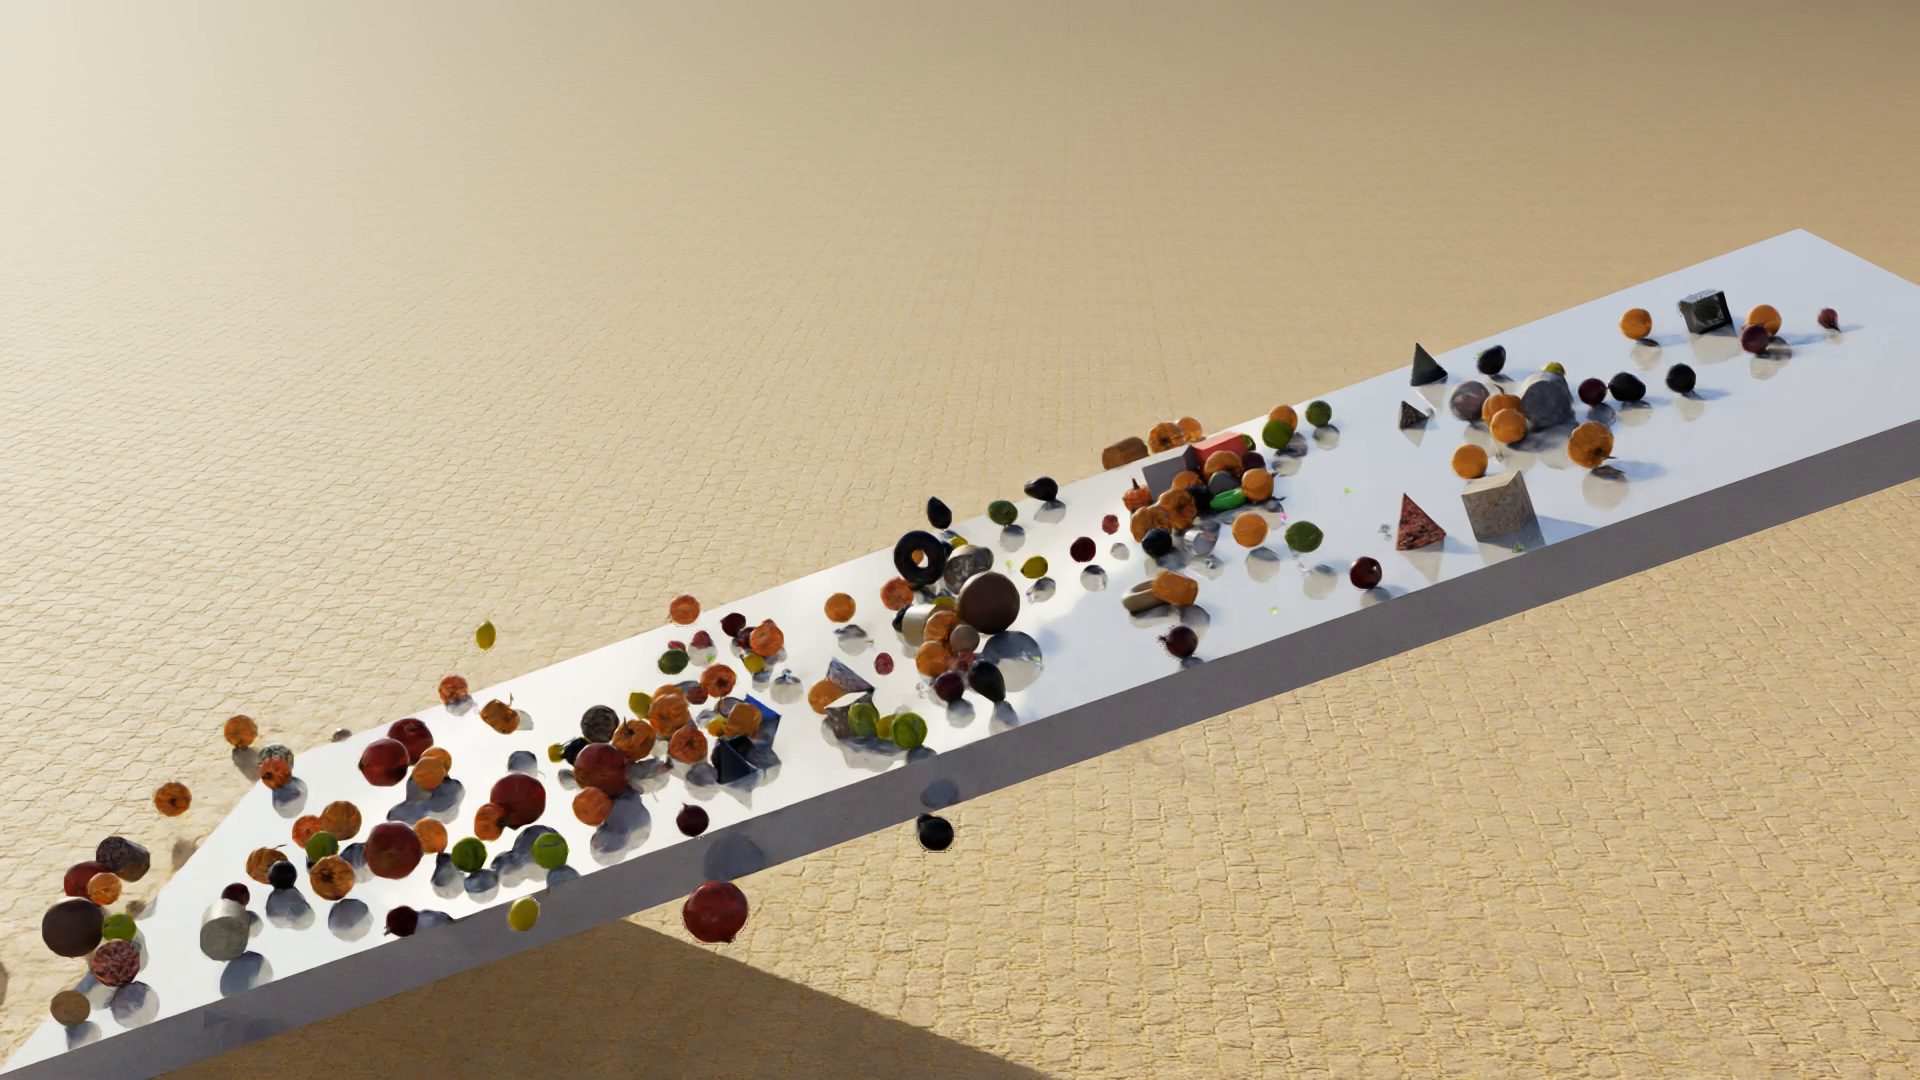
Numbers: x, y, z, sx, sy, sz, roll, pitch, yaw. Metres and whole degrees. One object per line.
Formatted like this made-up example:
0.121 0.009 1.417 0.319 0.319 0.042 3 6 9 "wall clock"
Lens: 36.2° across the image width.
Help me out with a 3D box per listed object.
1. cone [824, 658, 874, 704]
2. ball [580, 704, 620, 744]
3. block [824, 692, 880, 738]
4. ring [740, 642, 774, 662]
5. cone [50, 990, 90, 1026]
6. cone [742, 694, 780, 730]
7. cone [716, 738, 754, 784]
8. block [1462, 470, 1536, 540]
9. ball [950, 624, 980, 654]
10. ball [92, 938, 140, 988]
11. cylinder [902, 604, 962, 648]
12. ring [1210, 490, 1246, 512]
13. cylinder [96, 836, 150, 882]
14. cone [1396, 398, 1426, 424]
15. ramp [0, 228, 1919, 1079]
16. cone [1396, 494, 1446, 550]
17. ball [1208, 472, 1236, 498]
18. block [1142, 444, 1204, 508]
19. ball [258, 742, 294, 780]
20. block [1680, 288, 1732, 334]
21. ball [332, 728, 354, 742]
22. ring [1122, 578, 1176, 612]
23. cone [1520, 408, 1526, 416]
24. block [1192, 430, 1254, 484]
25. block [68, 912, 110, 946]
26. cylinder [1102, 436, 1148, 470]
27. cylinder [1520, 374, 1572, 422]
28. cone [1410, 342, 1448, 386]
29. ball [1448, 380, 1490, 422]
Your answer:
-0.218 0.293 5.975 0.096 0.096 0.096 9 14 10 "cone"
-0.769 0.394 6.284 0.084 0.084 0.084 0 13 0 "ball"
-0.208 0.339 5.685 0.065 0.065 0.065 -8 17 48 "block"
-0.457 0.253 6.625 0.079 0.026 0.079 -20 12 5 "ring"
-1.734 0.923 5.712 0.075 0.075 0.075 -8 -25 -31 "cone"
-0.404 0.356 6.027 0.077 0.077 0.077 7 13 0 "cone"
-0.448 0.419 5.694 0.080 0.080 0.080 -20 11 4 "cone"
0.989 -0.065 5.405 0.091 0.091 0.091 -14 13 31 "block"
0.009 0.202 5.953 0.062 0.062 0.062 0 13 0 "ball"
-1.675 0.840 5.839 0.095 0.095 0.095 0 13 0 "ball"
-0.057 0.179 6.100 0.093 0.093 0.093 -8 3 -31 "cylinder"
0.582 -0.085 6.382 0.083 0.028 0.083 -20 13 5 "ring"
-1.933 0.737 6.794 0.090 0.090 0.090 5 -17 20 "cylinder"
1.008 -0.275 6.517 0.065 0.065 0.065 20 15 5 "cone"
0.115 0.177 6.298 4.000 0.100 2.000 -19 11 6 "ramp"
0.850 -0.045 5.534 0.099 0.099 0.099 -20 11 4 "cone"
0.577 -0.120 6.465 0.062 0.062 0.062 0 13 0 "ball"
0.482 -0.145 6.653 0.100 0.100 0.100 -17 12 19 "block"
-1.688 0.546 7.257 0.090 0.090 0.090 0 13 0 "ball"
1.615 -0.495 6.368 0.073 0.073 0.073 -21 11 -4 "block"
-1.576 0.509 7.512 0.056 0.056 0.056 0 13 0 "ball"
0.375 0.107 5.817 0.114 0.038 0.114 -19 12 4 "ring"
1.221 -0.290 6.202 0.072 0.072 0.072 8 13 4 "cone"
0.594 -0.182 6.646 0.094 0.094 0.094 -22 11 -9 "block"
-1.875 0.838 6.335 0.051 0.051 0.051 -15 14 37 "block"
0.415 -0.207 7.373 0.084 0.084 0.084 -26 26 -38 "cylinder"
1.209 -0.293 6.071 0.097 0.097 0.097 4 5 16 "cylinder"
1.086 -0.421 6.902 0.094 0.094 0.094 -20 11 4 "cone"
1.095 -0.299 6.321 0.089 0.089 0.089 0 13 0 "ball"
